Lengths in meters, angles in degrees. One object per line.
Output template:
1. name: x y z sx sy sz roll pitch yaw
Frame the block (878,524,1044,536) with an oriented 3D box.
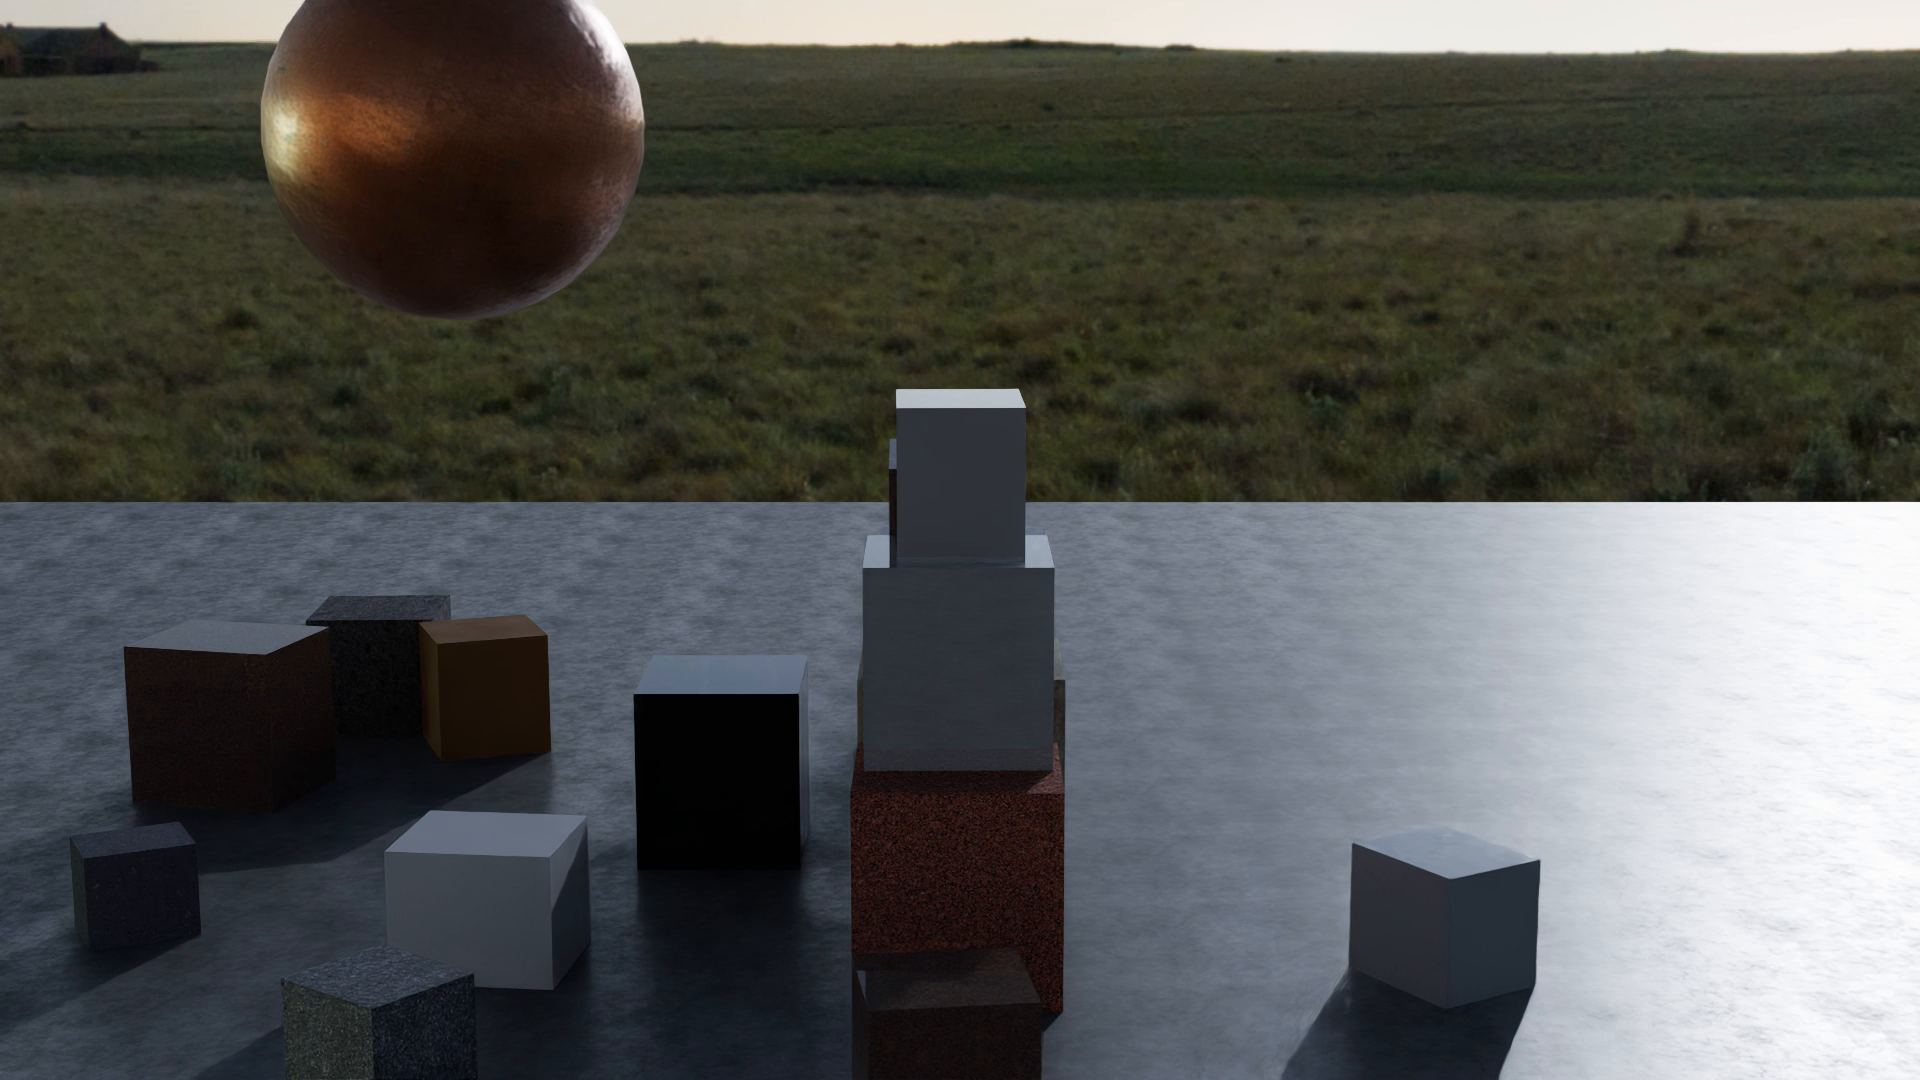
1. block: -0.003 0.333 12.351 0.798 0.694 0.707 1 10 4

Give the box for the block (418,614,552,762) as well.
1. block: -2.516 0.774 13.569 0.573 0.623 0.561 -4 11 -21

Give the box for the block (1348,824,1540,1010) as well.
1. block: 1.895 1.466 10.063 0.467 0.514 0.561 -6 12 -32

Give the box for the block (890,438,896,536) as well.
1. block: -0.027 -0.132 10.724 0.533 0.474 0.551 0 15 -1

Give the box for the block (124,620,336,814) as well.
1. block: -3.591 0.858 12.660 0.757 0.782 0.640 3 11 14

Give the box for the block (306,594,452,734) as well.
1. block: -3.171 0.678 14.074 0.668 0.630 0.653 0 10 -3

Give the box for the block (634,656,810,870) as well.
1. block: -1.078 1.008 11.768 0.728 0.807 0.766 0 10 0

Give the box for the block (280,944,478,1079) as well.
1. block: -1.991 1.718 8.813 0.480 0.467 0.442 8 13 38

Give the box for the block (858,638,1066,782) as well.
1. block: 0.004 0.990 11.484 0.893 0.943 0.823 0 10 0

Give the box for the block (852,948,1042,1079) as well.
1. block: -0.052 1.723 8.668 0.570 0.509 0.542 -1 10 -8

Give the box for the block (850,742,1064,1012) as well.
1. block: -0.010 1.301 10.019 0.800 0.855 0.741 0 10 0

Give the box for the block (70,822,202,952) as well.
1. block: -3.414 1.428 10.619 0.444 0.390 0.355 -5 12 -27

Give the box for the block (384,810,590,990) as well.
1. block: -1.873 1.426 10.224 0.657 0.535 0.568 1 10 6

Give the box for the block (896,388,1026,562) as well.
1. block: -0.003 -0.261 10.098 0.493 0.597 0.596 0 10 -1

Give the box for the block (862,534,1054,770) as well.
1. block: -0.009 0.435 10.167 0.730 0.797 0.703 0 10 0

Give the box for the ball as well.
1. ball: -2.139 -1.734 10.865 1.600 1.600 1.600 0 10 0
